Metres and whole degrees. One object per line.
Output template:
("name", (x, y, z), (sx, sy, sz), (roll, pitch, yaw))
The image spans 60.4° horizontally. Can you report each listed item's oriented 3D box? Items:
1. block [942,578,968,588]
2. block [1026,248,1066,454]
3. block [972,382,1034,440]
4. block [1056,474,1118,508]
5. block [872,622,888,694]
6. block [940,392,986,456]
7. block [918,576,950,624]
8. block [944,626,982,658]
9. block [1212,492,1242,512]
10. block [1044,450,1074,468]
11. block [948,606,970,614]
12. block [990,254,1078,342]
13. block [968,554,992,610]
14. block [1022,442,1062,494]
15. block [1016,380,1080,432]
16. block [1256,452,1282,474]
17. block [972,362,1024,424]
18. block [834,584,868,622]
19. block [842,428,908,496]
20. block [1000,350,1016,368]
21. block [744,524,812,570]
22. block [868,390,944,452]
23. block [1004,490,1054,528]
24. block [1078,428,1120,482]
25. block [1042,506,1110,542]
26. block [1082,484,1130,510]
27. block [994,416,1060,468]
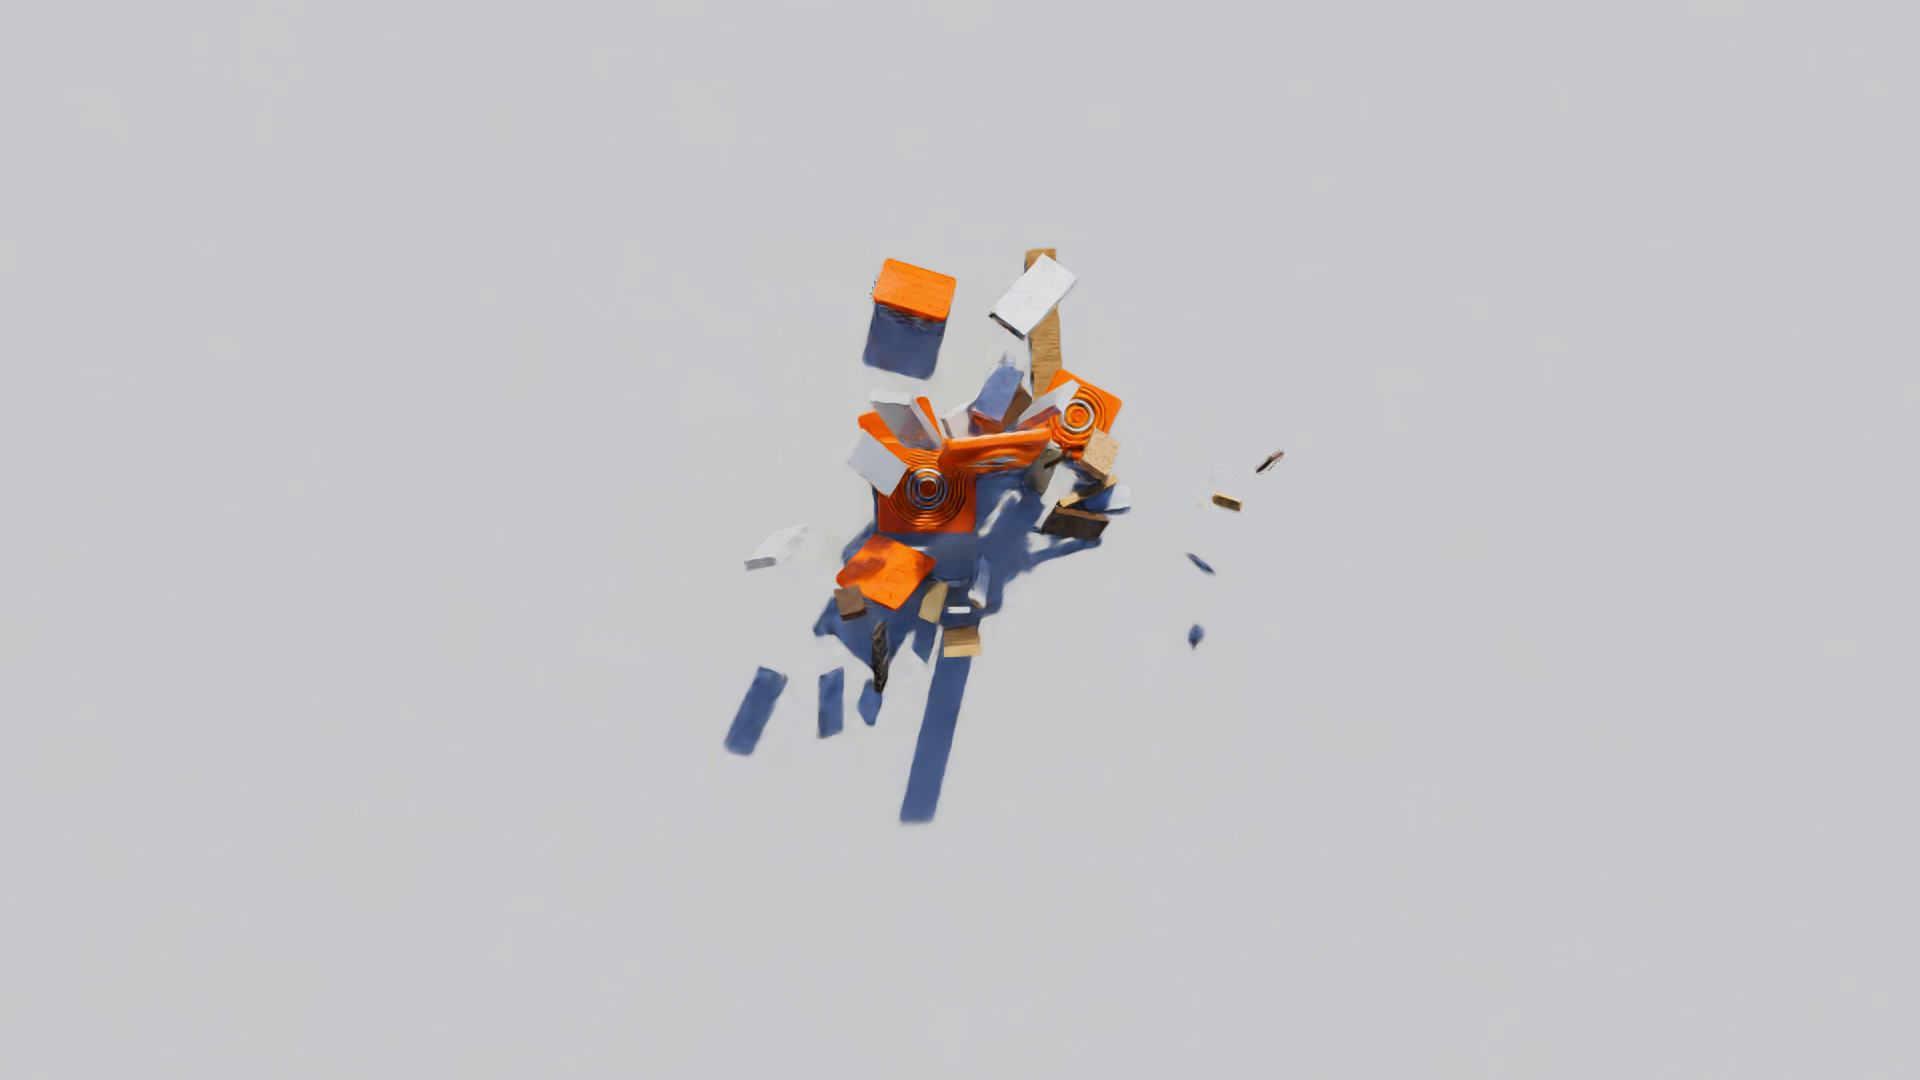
("block", (-0.018, 0.142, 5.426), (0.068, 0.137, 0.019), (0, 93, 12))
("block", (0.287, -0.623, 5.486), (0.097, 0.027, 0.685), (-3, 90, 0))
("block", (0.137, -0.412, 5.206), (0.194, 0.027, 0.097), (-43, 109, -19))
("block", (0.417, -0.155, 5.421), (0.202, 0.101, 0.029), (-25, 86, -4))
("block", (-0.259, 0.383, 5.332), (0.023, 0.081, 0.235), (9, 128, 13))
("block", (0.069, -0.393, 5.221), (0.262, 0.037, 0.131), (-35, 120, -22))
("block", (-0.085, 0.196, 5.363), (0.068, 0.019, 0.137), (21, 99, 30))
("block", (0.006, 0.317, 5.182), (0.111, 0.635, 0.031), (-4, 92, 0))
("block", (0.855, -0.123, 5.285), (0.091, 0.045, 0.013), (20, 50, 20))
("block", (0.307, -0.252, 5.151), (0.091, 0.045, 0.013), (-26, 97, 34))
("block", (-0.002, 0.230, 5.432), (0.068, 0.137, 0.019), (0, 90, 0))
("block", (0.219, -0.724, 4.920), (0.131, 0.037, 0.262), (37, 69, 10))
("block", (0.066, 0.138, 5.427), (0.023, 0.081, 0.161), (-5, 59, 27))
("block", (0.266, -0.233, 5.340), (0.078, 0.022, 0.157), (19, 116, -6))
("block", (0.267, -0.409, 5.060), (0.032, 0.229, 0.114), (43, 60, -13))
("block", (0.924, -0.231, 4.924), (0.045, 0.091, 0.013), (-31, 81, -31))
("block", (0.119, -0.461, 5.171), (0.097, 0.027, 0.193), (22, 65, 7))
("block", (-0.340, 0.194, 5.130), (0.081, 0.161, 0.023), (-15, 120, -5))
("block", (-0.258, -0.233, 5.004), (0.031, 0.221, 0.111), (23, 78, 44))
("block", (0.137, -0.546, 5.373), (0.032, 0.229, 0.114), (30, 105, -7))
("block", (-0.542, 0.021, 4.916), (0.111, 0.221, 0.031), (-10, 111, 28))
("block", (-0.164, -0.367, 5.110), (0.131, 0.339, 0.037), (7, 71, 20))
("block", (0.232, -0.099, 5.489), (0.157, 0.022, 0.078), (26, 90, 0))
("block", (0.452, -0.279, 5.358), (0.101, 0.202, 0.029), (33, 128, -6))
("block", (0.379, -0.052, 5.414), (0.202, 0.101, 0.029), (9, 46, -26))
("block", (0.487, -0.143, 5.489), (0.157, 0.022, 0.078), (-3, 90, 0))
("block", (0.188, -0.339, 5.411), (0.280, 0.032, 0.114), (39, 110, 20))
